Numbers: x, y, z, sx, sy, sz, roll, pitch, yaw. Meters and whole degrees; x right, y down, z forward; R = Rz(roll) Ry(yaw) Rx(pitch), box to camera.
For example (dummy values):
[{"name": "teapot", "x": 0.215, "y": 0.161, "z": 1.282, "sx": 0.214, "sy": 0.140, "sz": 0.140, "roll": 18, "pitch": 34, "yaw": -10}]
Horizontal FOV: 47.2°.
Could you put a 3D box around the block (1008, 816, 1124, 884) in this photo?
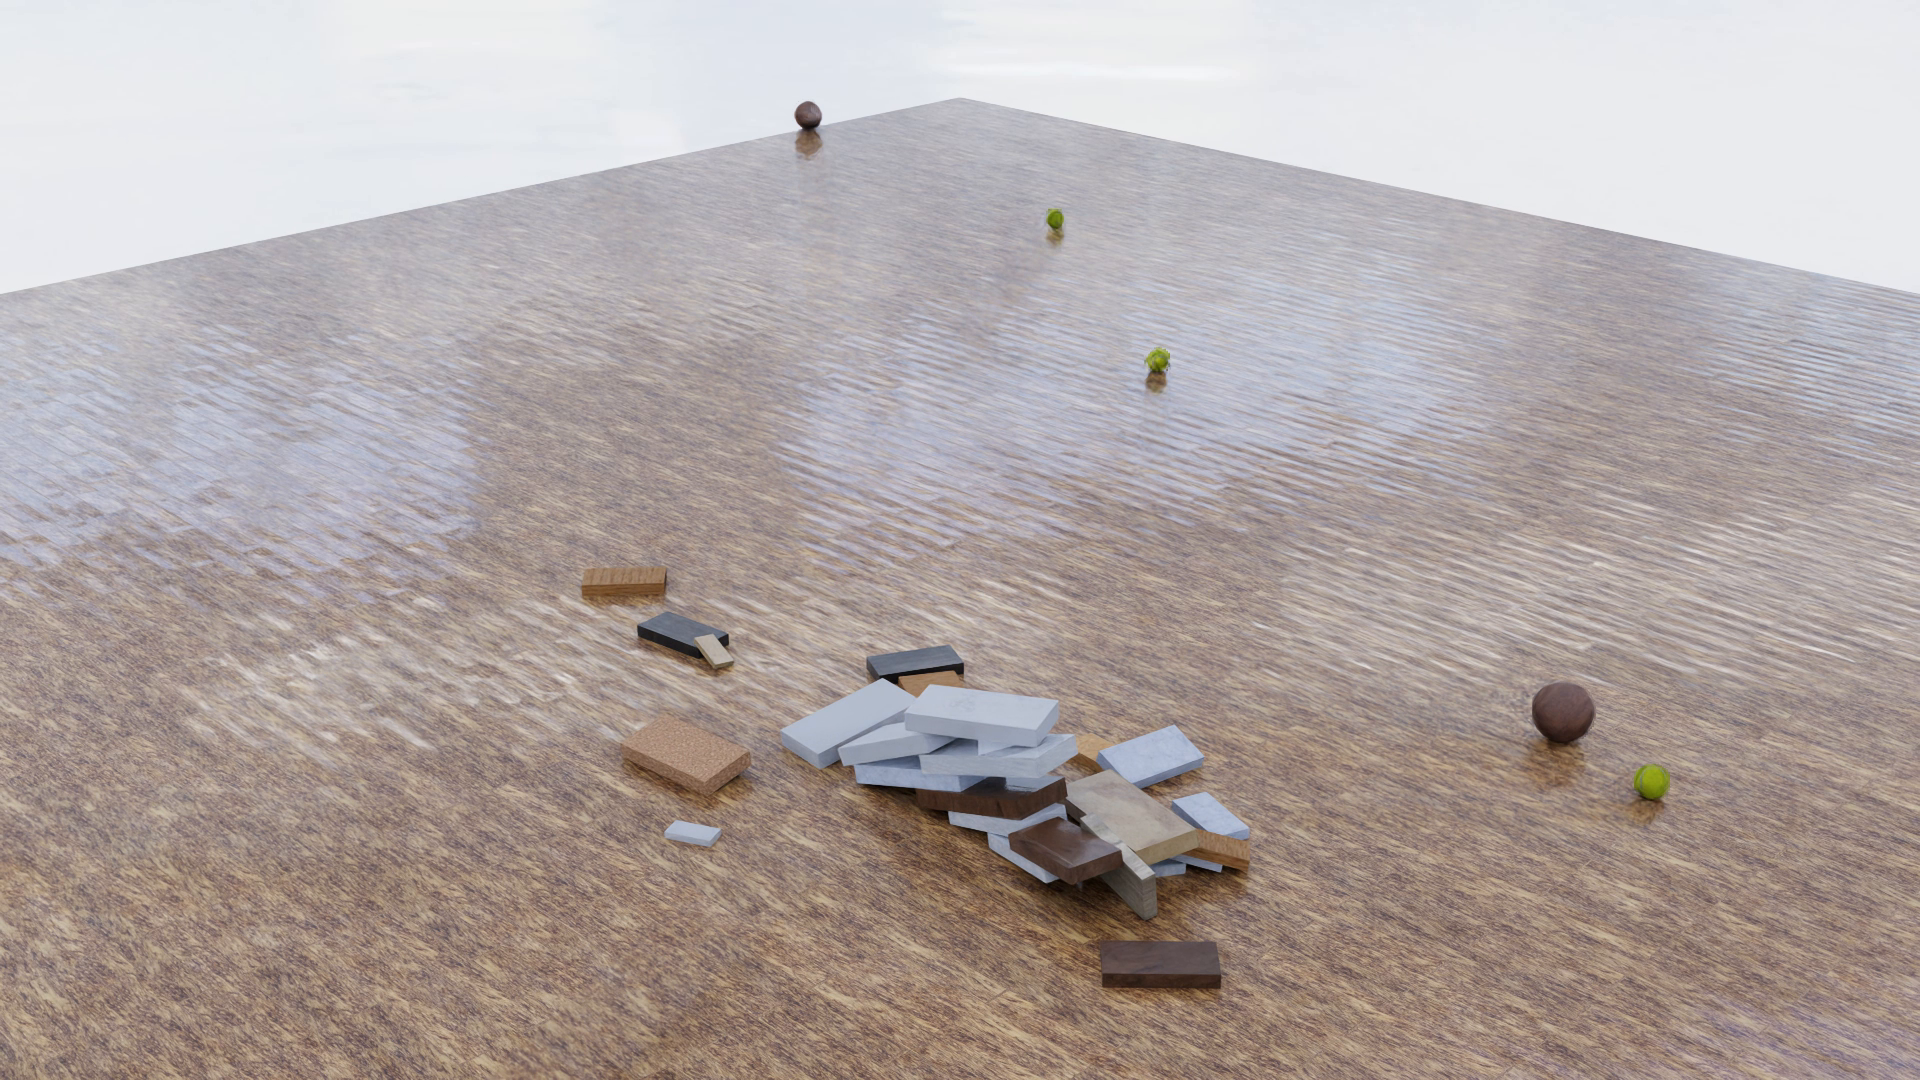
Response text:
[{"name": "block", "x": 0.198, "y": 0.584, "z": 4.148, "sx": 0.114, "sy": 0.032, "sz": 0.229, "roll": -16, "pitch": 17, "yaw": -25}]

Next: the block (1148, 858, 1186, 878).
[{"name": "block", "x": 0.353, "y": 0.626, "z": 4.257, "sx": 0.150, "sy": 0.021, "sz": 0.075, "roll": -6, "pitch": 24, "yaw": -13}]

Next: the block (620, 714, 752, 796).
[{"name": "block", "x": -0.578, "y": 0.450, "z": 4.628, "sx": 0.259, "sy": 0.037, "sz": 0.130, "roll": 18, "pitch": 38, "yaw": 36}]

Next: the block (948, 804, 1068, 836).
[{"name": "block", "x": 0.093, "y": 0.544, "z": 4.359, "sx": 0.114, "sy": 0.032, "sz": 0.229, "roll": -19, "pitch": 14, "yaw": -37}]

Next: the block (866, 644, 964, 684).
[{"name": "block", "x": -0.103, "y": 0.288, "z": 5.046, "sx": 0.202, "sy": 0.029, "sz": 0.101, "roll": -8, "pitch": 24, "yaw": -17}]

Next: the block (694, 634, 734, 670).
[{"name": "block", "x": -0.570, "y": 0.258, "z": 5.090, "sx": 0.050, "sy": 0.014, "sz": 0.100, "roll": -11, "pitch": 43, "yaw": -36}]

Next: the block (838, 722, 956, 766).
[{"name": "block", "x": -0.111, "y": 0.408, "z": 4.518, "sx": 0.139, "sy": 0.039, "sz": 0.277, "roll": -23, "pitch": 5, "yaw": -42}]

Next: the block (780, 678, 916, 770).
[{"name": "block", "x": -0.232, "y": 0.393, "z": 4.735, "sx": 0.277, "sy": 0.039, "sz": 0.139, "roll": -26, "pitch": 33, "yaw": -31}]

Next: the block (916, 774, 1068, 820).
[{"name": "block", "x": 0.061, "y": 0.505, "z": 4.399, "sx": 0.283, "sy": 0.040, "sz": 0.142, "roll": 1, "pitch": 15, "yaw": 45}]

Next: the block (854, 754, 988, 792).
[{"name": "block", "x": -0.065, "y": 0.465, "z": 4.511, "sx": 0.283, "sy": 0.040, "sz": 0.142, "roll": -1, "pitch": 14, "yaw": 41}]

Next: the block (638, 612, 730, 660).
[{"name": "block", "x": -0.655, "y": 0.224, "z": 5.196, "sx": 0.202, "sy": 0.029, "sz": 0.101, "roll": 17, "pitch": 28, "yaw": 35}]

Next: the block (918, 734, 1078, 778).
[{"name": "block", "x": 0.075, "y": 0.425, "z": 4.367, "sx": 0.283, "sy": 0.040, "sz": 0.142, "roll": -2, "pitch": 13, "yaw": 36}]

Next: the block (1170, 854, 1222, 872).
[{"name": "block", "x": 0.437, "y": 0.600, "z": 4.271, "sx": 0.150, "sy": 0.021, "sz": 0.075, "roll": 15, "pitch": 19, "yaw": 3}]

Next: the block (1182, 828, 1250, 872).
[{"name": "block", "x": 0.479, "y": 0.592, "z": 4.255, "sx": 0.162, "sy": 0.023, "sz": 0.081, "roll": 14, "pitch": 19, "yaw": 2}]

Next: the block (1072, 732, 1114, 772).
[{"name": "block", "x": 0.303, "y": 0.459, "z": 4.650, "sx": 0.081, "sy": 0.023, "sz": 0.162, "roll": -18, "pitch": 29, "yaw": -36}]

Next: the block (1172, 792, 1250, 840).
[{"name": "block", "x": 0.502, "y": 0.560, "z": 4.412, "sx": 0.081, "sy": 0.023, "sz": 0.162, "roll": -11, "pitch": 25, "yaw": -24}]

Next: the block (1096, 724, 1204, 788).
[{"name": "block", "x": 0.398, "y": 0.458, "z": 4.598, "sx": 0.209, "sy": 0.030, "sz": 0.104, "roll": -15, "pitch": 46, "yaw": -34}]

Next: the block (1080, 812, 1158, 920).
[{"name": "block", "x": 0.298, "y": 0.614, "z": 4.143, "sx": 0.030, "sy": 0.104, "sz": 0.209, "roll": -22, "pitch": 37, "yaw": -22}]

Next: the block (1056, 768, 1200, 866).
[{"name": "block", "x": 0.322, "y": 0.543, "z": 4.314, "sx": 0.130, "sy": 0.037, "sz": 0.400, "roll": -18, "pitch": 16, "yaw": -16}]

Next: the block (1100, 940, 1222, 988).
[{"name": "block", "x": 0.358, "y": 0.759, "z": 3.934, "sx": 0.209, "sy": 0.030, "sz": 0.104, "roll": 0, "pitch": 23, "yaw": 1}]

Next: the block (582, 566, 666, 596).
[{"name": "block", "x": -0.836, "y": 0.102, "z": 5.483, "sx": 0.203, "sy": 0.029, "sz": 0.101, "roll": -1, "pitch": 23, "yaw": -3}]

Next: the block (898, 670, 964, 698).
[{"name": "block", "x": -0.043, "y": 0.367, "z": 4.849, "sx": 0.130, "sy": 0.037, "sz": 0.259, "roll": -6, "pitch": 24, "yaw": -13}]

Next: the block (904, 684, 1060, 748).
[{"name": "block", "x": 0.044, "y": 0.350, "z": 4.392, "sx": 0.277, "sy": 0.039, "sz": 0.139, "roll": 6, "pitch": 22, "yaw": 20}]

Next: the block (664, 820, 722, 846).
[{"name": "block", "x": -0.530, "y": 0.583, "z": 4.368, "sx": 0.100, "sy": 0.014, "sz": 0.050, "roll": 8, "pitch": 24, "yaw": 19}]

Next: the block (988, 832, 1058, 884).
[{"name": "block", "x": 0.158, "y": 0.596, "z": 4.250, "sx": 0.114, "sy": 0.032, "sz": 0.229, "roll": -16, "pitch": 16, "yaw": -24}]
